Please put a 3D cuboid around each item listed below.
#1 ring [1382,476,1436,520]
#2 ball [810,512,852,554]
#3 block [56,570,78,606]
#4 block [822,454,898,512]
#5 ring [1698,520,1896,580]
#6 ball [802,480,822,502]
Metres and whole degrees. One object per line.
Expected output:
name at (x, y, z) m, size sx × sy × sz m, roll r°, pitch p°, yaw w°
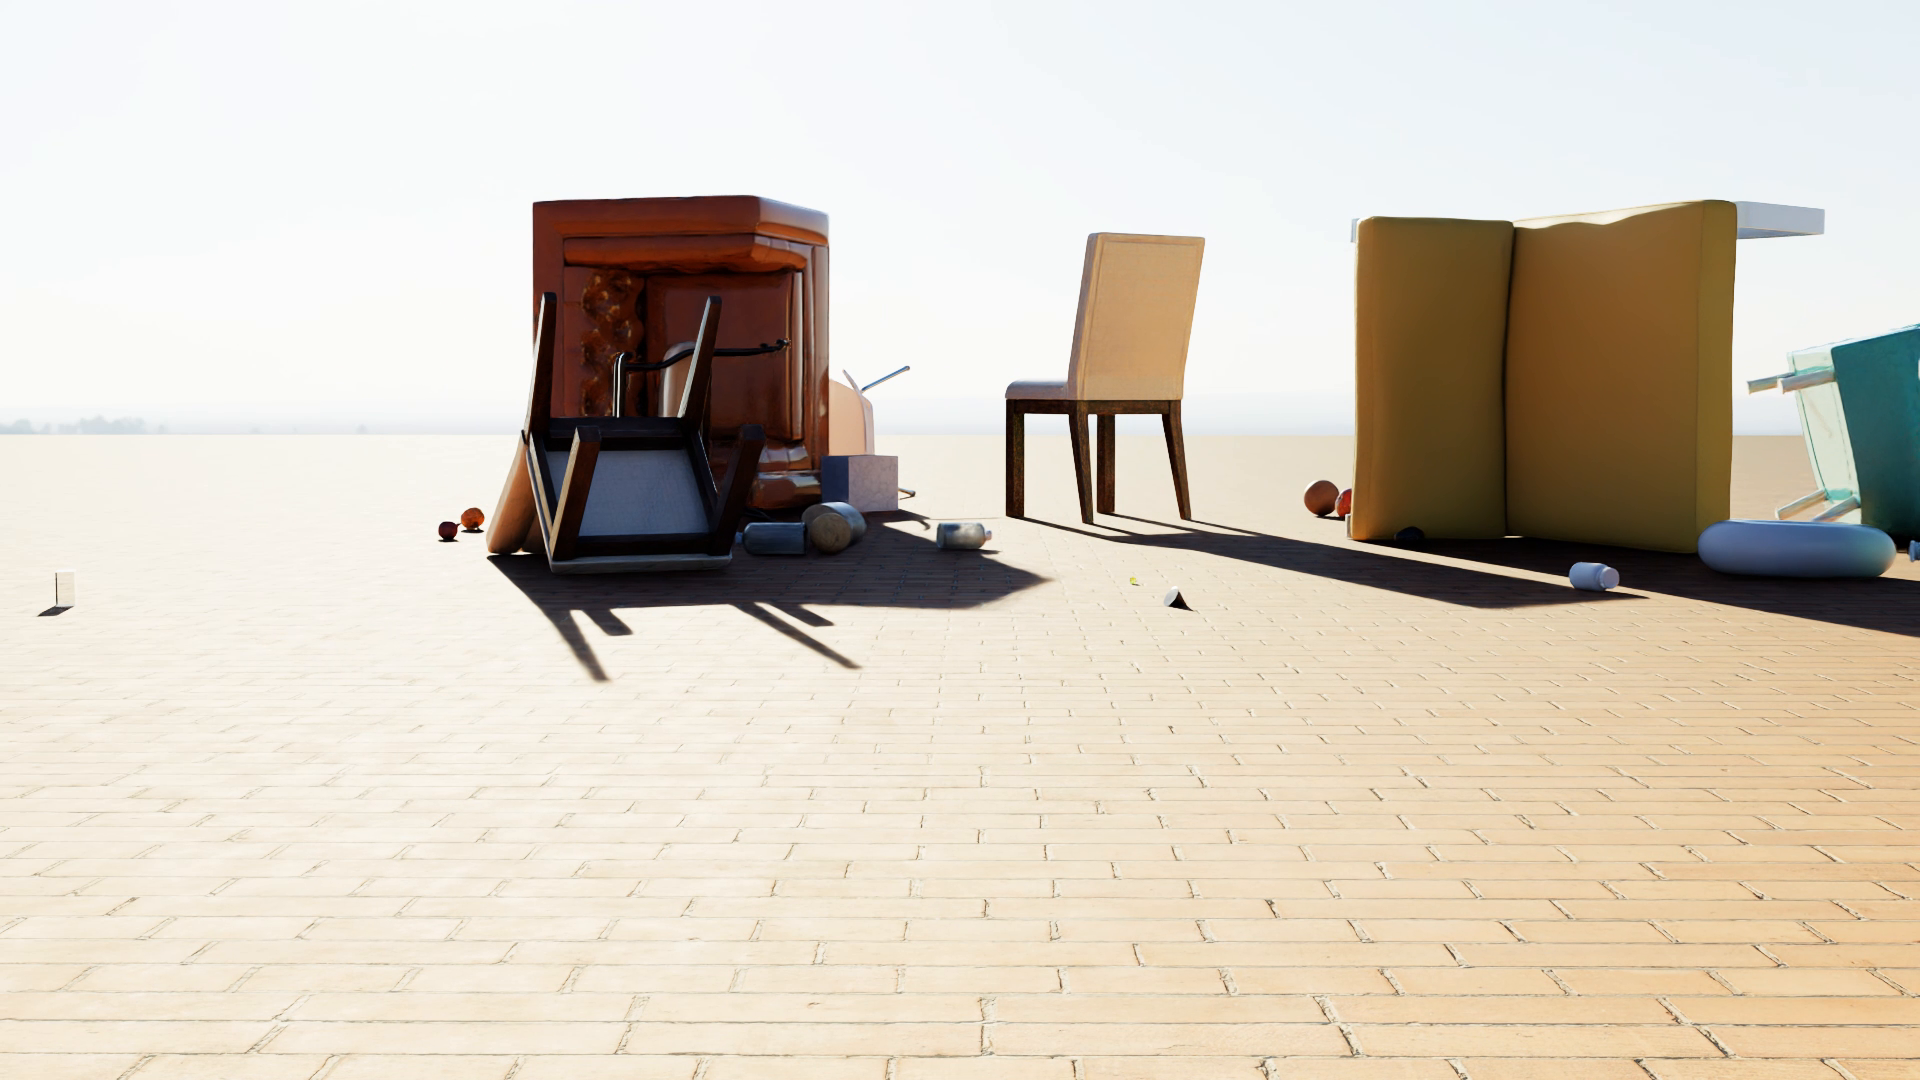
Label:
ring at (1.536, -0.140, 7.526) m, size 0.190 × 0.155 × 0.128 m, roll 15°, pitch 14°, yaw -7°
ball at (-0.352, -0.017, 5.972) m, size 0.113 × 0.113 × 0.113 m, roll 0°, pitch 4°, yaw 0°
block at (-1.861, 0.099, 4.580) m, size 0.037 × 0.071 × 0.067 m, roll -1°, pitch 4°, yaw -18°
block at (-0.370, -0.211, 8.138) m, size 0.227 × 0.203 × 0.171 m, roll -3°, pitch 5°, yaw -39°
ring at (2.009, 0.022, 5.290) m, size 0.448 × 0.129 × 0.312 m, roll 2°, pitch 3°, yaw 20°
ball at (-0.588, -0.195, 8.786) m, size 0.082 × 0.082 × 0.082 m, roll 0°, pitch 4°, yaw 0°
